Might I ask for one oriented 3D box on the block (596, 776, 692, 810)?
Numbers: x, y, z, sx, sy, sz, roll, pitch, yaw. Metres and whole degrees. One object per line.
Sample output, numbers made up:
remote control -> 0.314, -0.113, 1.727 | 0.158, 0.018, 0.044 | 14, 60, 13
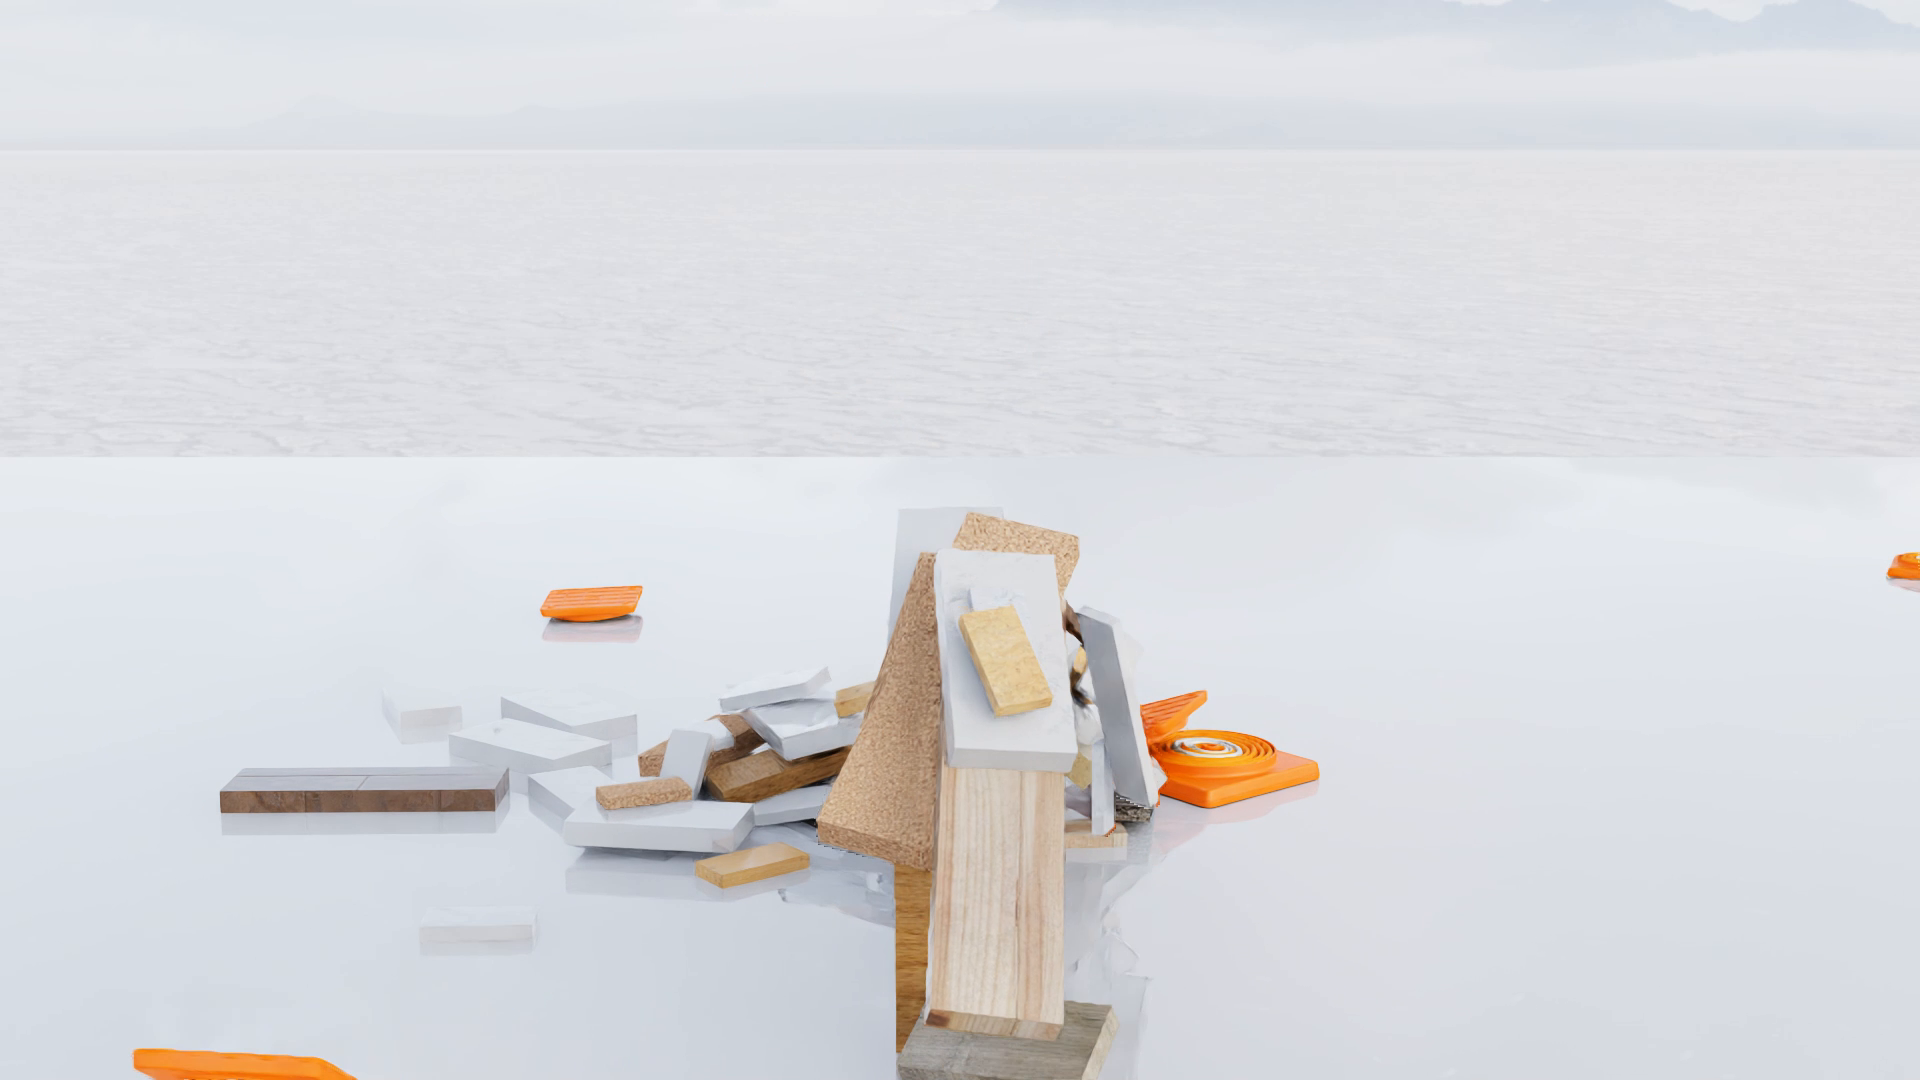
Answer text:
block -> -0.570, 0.456, 3.962 | 0.157, 0.022, 0.078 | -5, 12, -24

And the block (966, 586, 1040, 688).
block -> 0.058, 0.128, 2.879 | 0.075, 0.021, 0.149 | 0, 52, -13

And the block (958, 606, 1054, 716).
block -> 0.058, 0.154, 2.829 | 0.075, 0.021, 0.149 | -9, 54, -20

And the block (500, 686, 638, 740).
block -> -0.839, 0.375, 4.706 | 0.156, 0.044, 0.311 | -8, 13, -38

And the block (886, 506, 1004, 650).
block -> -0.019, 0.074, 3.261 | 0.160, 0.045, 0.320 | -1, 42, 3

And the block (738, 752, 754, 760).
block -> -0.449, 0.449, 4.339 | 0.107, 0.030, 0.214 | -6, 12, -23

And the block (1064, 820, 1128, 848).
block -> 0.135, 0.528, 3.933 | 0.317, 0.025, 0.088 | -1, 11, -7

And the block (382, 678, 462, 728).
block -> -1.181, 0.357, 4.823 | 0.129, 0.036, 0.257 | -4, 11, -22

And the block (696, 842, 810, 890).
block -> -0.356, 0.558, 3.776 | 0.176, 0.025, 0.088 | -8, 13, -37

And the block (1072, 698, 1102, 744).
block -> 0.159, 0.279, 3.837 | 0.170, 0.048, 0.339 | 40, 0, 11

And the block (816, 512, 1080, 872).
block -> -0.006, 0.193, 3.002 | 0.167, 0.047, 0.577 | 13, 49, 16

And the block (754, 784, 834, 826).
block -> -0.297, 0.486, 4.039 | 0.166, 0.024, 0.083 | -10, 20, 10

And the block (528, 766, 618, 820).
block -> -0.709, 0.483, 4.145 | 0.129, 0.036, 0.257 | -6, 12, -30

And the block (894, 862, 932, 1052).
block -> -0.001, 0.531, 3.028 | 0.175, 0.349, 0.049 | 0, 11, 0

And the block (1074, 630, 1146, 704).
block -> 0.277, 0.236, 4.056 | 0.149, 0.075, 0.021 | -57, 8, -31

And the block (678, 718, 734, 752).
block -> -0.492, 0.380, 4.251 | 0.078, 0.022, 0.157 | -12, 11, -16

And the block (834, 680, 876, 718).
block -> -0.067, 0.263, 4.133 | 0.342, 0.028, 0.099 | -16, 10, 2

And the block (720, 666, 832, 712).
block -> -0.364, 0.294, 4.328 | 0.199, 0.028, 0.099 | -12, 11, 25

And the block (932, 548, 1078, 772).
block -> 0.057, 0.155, 2.900 | 0.160, 0.045, 0.320 | 4, 51, -11

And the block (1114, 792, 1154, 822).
block -> 0.308, 0.490, 4.055 | 0.093, 0.026, 0.186 | 1, 2, 8

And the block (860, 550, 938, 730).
block -> -0.014, 0.163, 3.096 | 0.167, 0.047, 0.335 | 8, 48, 11

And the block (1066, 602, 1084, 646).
block -> 0.163, 0.185, 4.248 | 0.186, 0.093, 0.026 | -24, 21, 45

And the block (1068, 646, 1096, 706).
block -> 0.174, 0.252, 4.183 | 0.275, 0.137, 0.039 | 0, 51, 55

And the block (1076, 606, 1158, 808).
block -> 0.257, 0.274, 3.573 | 0.075, 0.378, 0.021 | 20, 45, 42

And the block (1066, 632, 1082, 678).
block -> 0.084, 0.229, 3.605 | 0.170, 0.405, 0.048 | 38, 61, 15

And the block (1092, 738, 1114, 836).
block -> 0.237, 0.411, 3.667 | 0.021, 0.149, 0.075 | 1, 4, 16

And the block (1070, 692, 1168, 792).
block -> 0.260, 0.360, 4.099 | 0.275, 0.039, 0.137 | 38, 4, -9

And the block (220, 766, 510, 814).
block -> -1.126, 0.474, 4.178 | 0.510, 0.043, 0.152 | 0, 11, -1

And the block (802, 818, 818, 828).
block -> -0.240, 0.505, 4.056 | 0.089, 0.025, 0.178 | -8, 13, -36

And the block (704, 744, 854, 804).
block -> -0.286, 0.414, 4.148 | 0.372, 0.039, 0.137 | -17, 16, -17

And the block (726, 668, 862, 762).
block -> -0.329, 0.336, 4.313 | 0.156, 0.044, 0.556 | -13, 10, -15

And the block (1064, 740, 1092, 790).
block -> 0.178, 0.359, 3.991 | 0.170, 0.048, 0.339 | 39, 4, 3

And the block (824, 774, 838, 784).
block -> -0.221, 0.429, 4.190 | 0.089, 0.025, 0.178 | -15, 22, -13

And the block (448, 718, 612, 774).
block -> -0.871, 0.422, 4.451 | 0.311, 0.044, 0.156 | 8, 13, 37

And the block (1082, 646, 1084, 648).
block -> 0.250, 0.256, 4.171 | 0.093, 0.026, 0.186 | 34, -21, 1

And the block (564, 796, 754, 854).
block -> -0.531, 0.502, 3.893 | 0.303, 0.043, 0.152 | 2, 11, 9

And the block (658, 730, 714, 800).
block -> -0.521, 0.435, 4.128 | 0.078, 0.157, 0.022 | 4, -27, 19

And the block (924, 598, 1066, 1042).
block -> 0.051, 0.330, 2.816 | 0.160, 0.045, 0.638 | 8, 50, -7

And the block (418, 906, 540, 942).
block -> -0.763, 0.609, 3.497 | 0.175, 0.025, 0.088 | -1, 11, -3

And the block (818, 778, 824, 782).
block -> -0.222, 0.434, 4.257 | 0.214, 0.030, 0.107 | 7, 26, 37

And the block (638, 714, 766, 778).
block -> -0.489, 0.403, 4.341 | 0.152, 0.043, 0.303 | -4, 9, 25

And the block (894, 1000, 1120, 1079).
block -> 0.062, 0.666, 2.902 | 0.268, 0.038, 0.134 | 0, 39, 29
